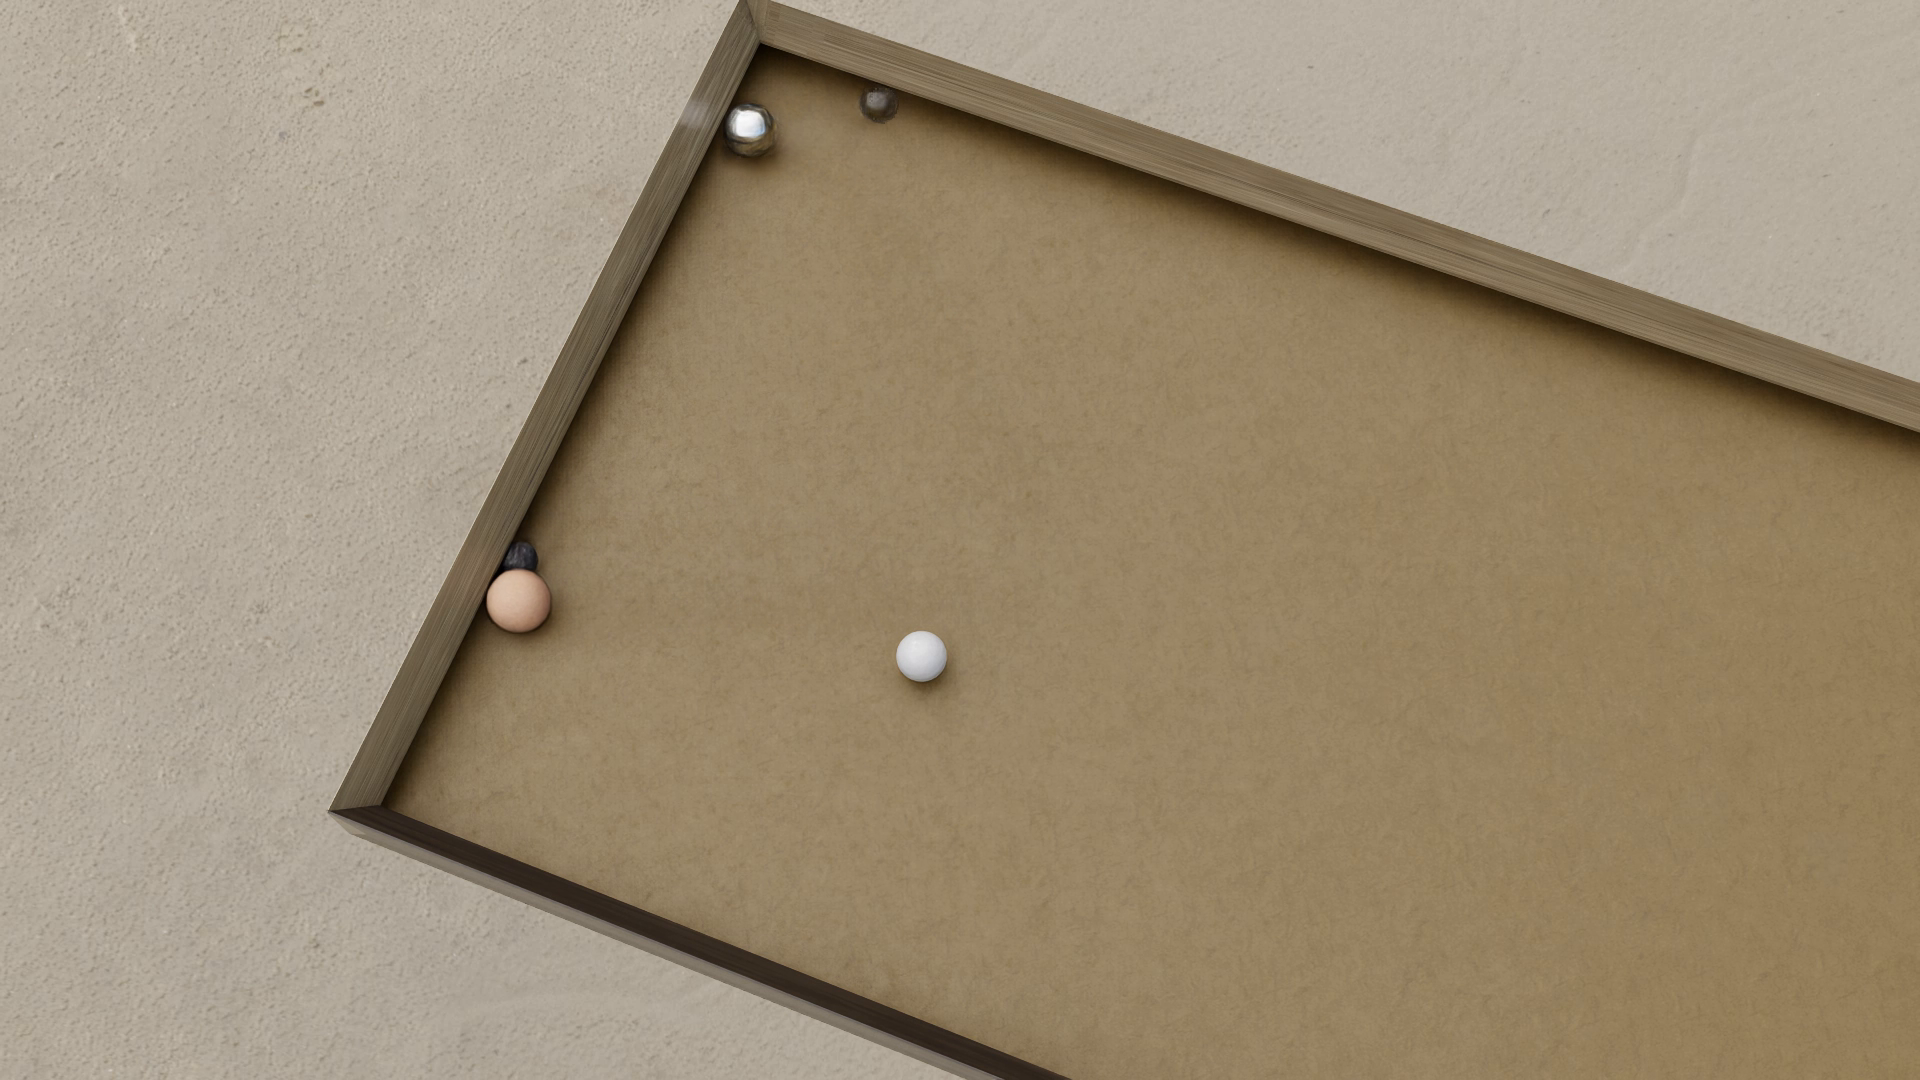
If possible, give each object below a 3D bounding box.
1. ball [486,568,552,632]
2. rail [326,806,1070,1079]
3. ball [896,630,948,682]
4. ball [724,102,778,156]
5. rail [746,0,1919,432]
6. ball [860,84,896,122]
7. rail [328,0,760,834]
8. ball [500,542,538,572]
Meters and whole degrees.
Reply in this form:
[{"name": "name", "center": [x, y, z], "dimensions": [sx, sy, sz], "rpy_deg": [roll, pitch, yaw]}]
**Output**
[{"name": "ball", "center": [-0.686, 0.094, 3.419], "dimensions": [0.100, 0.100, 0.100], "rpy_deg": [0, 69, 0]}, {"name": "rail", "center": [0.377, 0.872, 3.098], "dimensions": [2.782, 0.129, 0.045], "rpy_deg": [20, 70, 8]}, {"name": "ball", "center": [-0.059, 0.180, 3.396], "dimensions": [0.079, 0.079, 0.079], "rpy_deg": [0, 69, 0]}, {"name": "ball", "center": [-0.355, -0.696, 3.732], "dimensions": [0.090, 0.090, 0.090], "rpy_deg": [0, 69, 0]}, {"name": "rail", "center": [0.918, -0.418, 3.602], "dimensions": [2.782, 0.129, 0.045], "rpy_deg": [20, 70, 8]}, {"name": "ball", "center": [-0.141, -0.748, 3.766], "dimensions": [0.064, 0.064, 0.064], "rpy_deg": [0, 69, 0]}, {"name": "rail", "center": [-0.626, -0.237, 3.531], "dimensions": [0.045, 0.129, 1.534], "rpy_deg": [20, 70, 8]}, {"name": "ball", "center": [-0.694, 0.031, 3.465], "dimensions": [0.058, 0.058, 0.058], "rpy_deg": [0, 69, 0]}]
